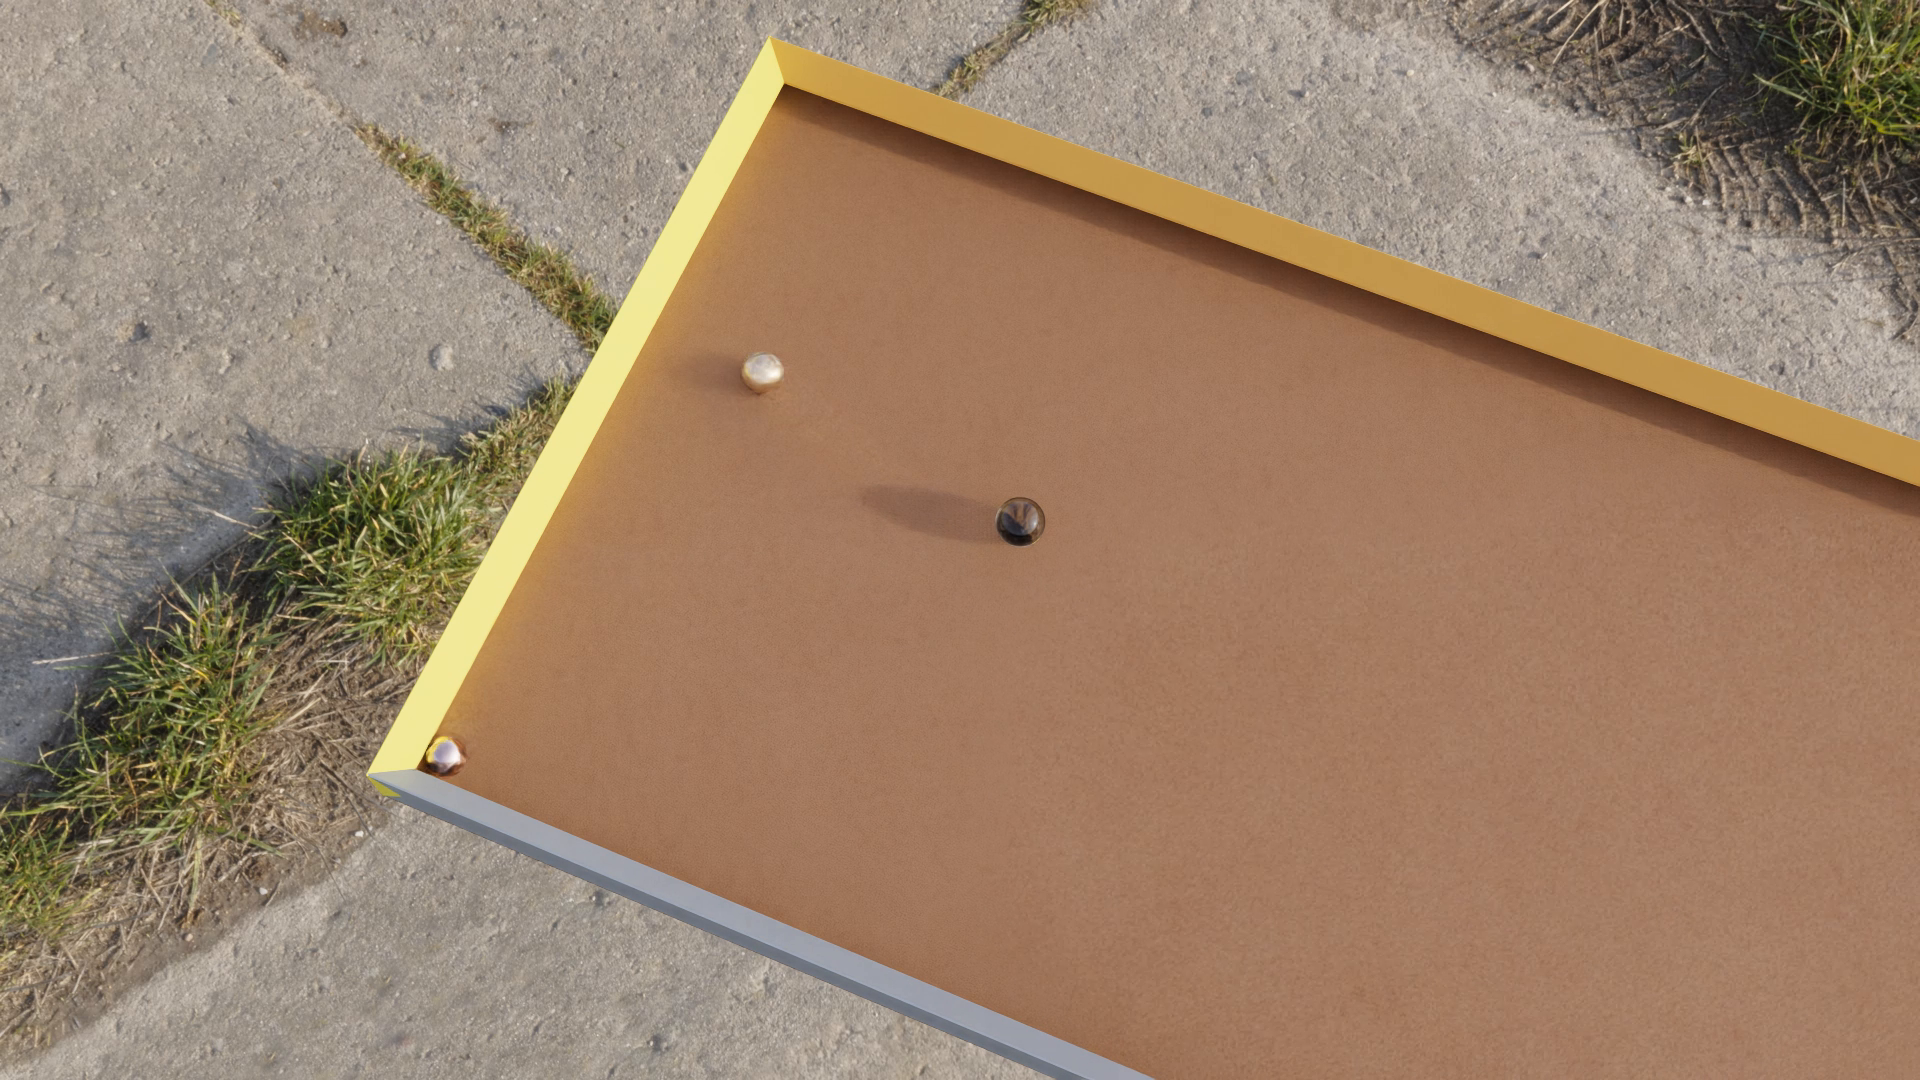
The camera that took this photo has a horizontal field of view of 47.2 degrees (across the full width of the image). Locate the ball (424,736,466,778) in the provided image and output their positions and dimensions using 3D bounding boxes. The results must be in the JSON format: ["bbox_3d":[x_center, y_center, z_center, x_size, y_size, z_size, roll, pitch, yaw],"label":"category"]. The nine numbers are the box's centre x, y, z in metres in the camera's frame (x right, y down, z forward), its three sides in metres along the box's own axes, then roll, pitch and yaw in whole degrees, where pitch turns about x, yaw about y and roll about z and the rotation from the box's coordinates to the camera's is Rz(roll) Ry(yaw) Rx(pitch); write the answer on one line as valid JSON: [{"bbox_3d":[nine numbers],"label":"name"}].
[{"bbox_3d":[-0.790,0.333,3.378,0.064,0.064,0.064,0,67,0],"label":"ball"}]

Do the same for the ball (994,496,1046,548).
[{"bbox_3d":[0.097,-0.029,3.523,0.081,0.081,0.081,0,67,0],"label":"ball"}]

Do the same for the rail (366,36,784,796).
[{"bbox_3d":[-0.589,-0.233,3.596,0.045,0.105,1.445,21,68,9],"label":"rail"}]

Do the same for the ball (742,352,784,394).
[{"bbox_3d":[-0.325,-0.277,3.636,0.069,0.069,0.069,0,67,0],"label":"ball"}]

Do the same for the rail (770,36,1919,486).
[{"bbox_3d":[0.881,-0.364,3.652,2.649,0.105,0.045,21,68,9],"label":"rail"}]

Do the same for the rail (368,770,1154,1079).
[{"bbox_3d":[0.341,0.822,3.145,2.649,0.105,0.045,21,68,9],"label":"rail"}]
